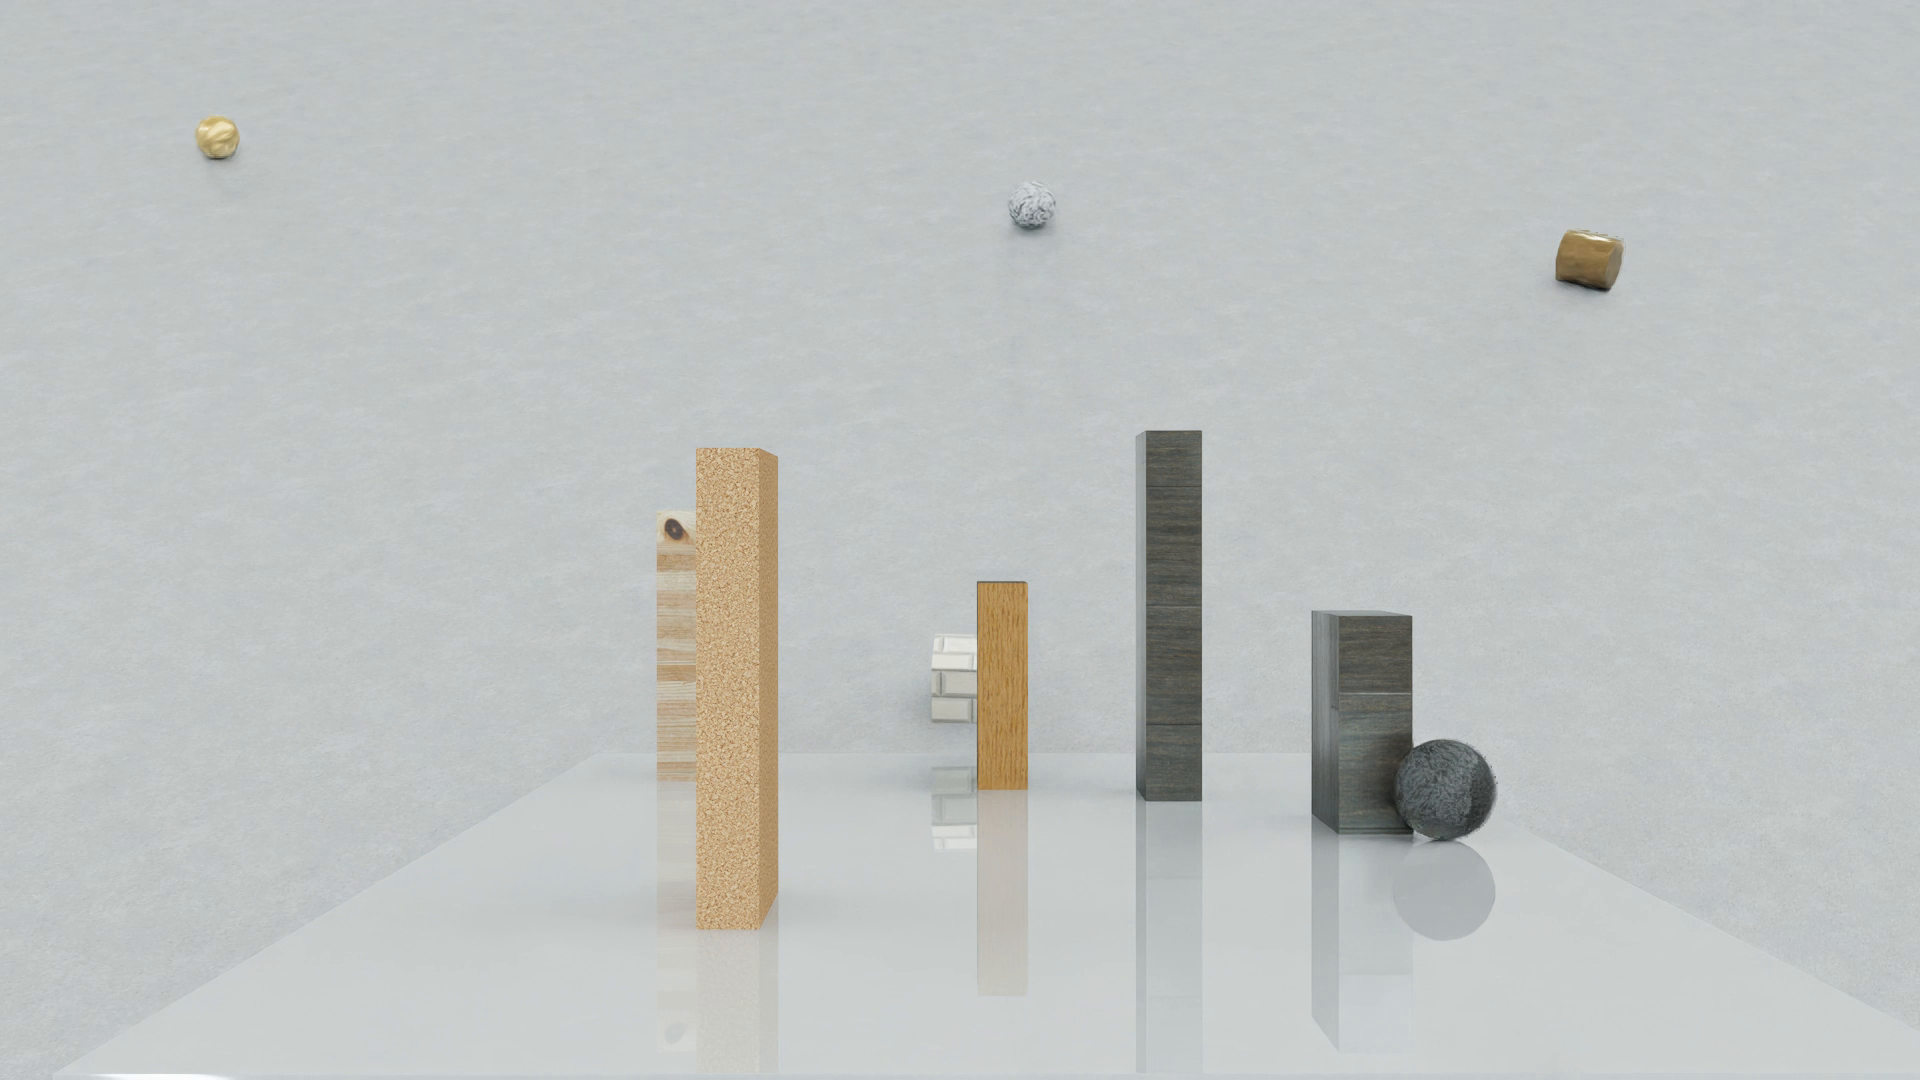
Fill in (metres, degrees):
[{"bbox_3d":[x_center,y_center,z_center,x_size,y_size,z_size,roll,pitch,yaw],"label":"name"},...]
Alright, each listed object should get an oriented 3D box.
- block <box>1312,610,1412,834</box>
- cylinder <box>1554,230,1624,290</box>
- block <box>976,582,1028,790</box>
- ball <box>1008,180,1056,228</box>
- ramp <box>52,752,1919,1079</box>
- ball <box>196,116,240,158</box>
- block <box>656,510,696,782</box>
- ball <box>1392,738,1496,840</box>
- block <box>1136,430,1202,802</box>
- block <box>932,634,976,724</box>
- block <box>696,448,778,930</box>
[{"bbox_3d":[0.773,0.344,4.998,0.137,0.407,0.375,0,0,0],"label":"block"},{"bbox_3d":[2.271,-1.011,9.342,0.187,0.187,0.187,17,34,26],"label":"cylinder"},{"bbox_3d":[0.094,0.322,5.827,0.110,0.453,0.299,0,0,0],"label":"block"},{"bbox_3d":[0.271,-1.272,9.806,0.180,0.180,0.180,0,30,0],"label":"ball"},{"bbox_3d":[0.067,0.598,4.656,2.000,0.100,4.000,0,0,0],"label":"ramp"},{"bbox_3d":[-2.990,-1.623,10.421,0.173,0.173,0.173,0,30,0],"label":"ball"},{"bbox_3d":[-0.633,0.241,6.024,0.113,0.616,0.278,0,0,0],"label":"block"},{"bbox_3d":[0.885,0.456,4.730,0.185,0.185,0.185,0,30,0],"label":"ball"},{"bbox_3d":[0.449,0.159,5.580,0.118,0.778,0.312,0,0,0],"label":"block"},{"bbox_3d":[0.015,0.373,6.961,0.172,0.172,0.172,1,30,2],"label":"block"},{"bbox_3d":[-0.327,0.209,3.834,0.089,0.678,0.385,0,0,0],"label":"block"}]
